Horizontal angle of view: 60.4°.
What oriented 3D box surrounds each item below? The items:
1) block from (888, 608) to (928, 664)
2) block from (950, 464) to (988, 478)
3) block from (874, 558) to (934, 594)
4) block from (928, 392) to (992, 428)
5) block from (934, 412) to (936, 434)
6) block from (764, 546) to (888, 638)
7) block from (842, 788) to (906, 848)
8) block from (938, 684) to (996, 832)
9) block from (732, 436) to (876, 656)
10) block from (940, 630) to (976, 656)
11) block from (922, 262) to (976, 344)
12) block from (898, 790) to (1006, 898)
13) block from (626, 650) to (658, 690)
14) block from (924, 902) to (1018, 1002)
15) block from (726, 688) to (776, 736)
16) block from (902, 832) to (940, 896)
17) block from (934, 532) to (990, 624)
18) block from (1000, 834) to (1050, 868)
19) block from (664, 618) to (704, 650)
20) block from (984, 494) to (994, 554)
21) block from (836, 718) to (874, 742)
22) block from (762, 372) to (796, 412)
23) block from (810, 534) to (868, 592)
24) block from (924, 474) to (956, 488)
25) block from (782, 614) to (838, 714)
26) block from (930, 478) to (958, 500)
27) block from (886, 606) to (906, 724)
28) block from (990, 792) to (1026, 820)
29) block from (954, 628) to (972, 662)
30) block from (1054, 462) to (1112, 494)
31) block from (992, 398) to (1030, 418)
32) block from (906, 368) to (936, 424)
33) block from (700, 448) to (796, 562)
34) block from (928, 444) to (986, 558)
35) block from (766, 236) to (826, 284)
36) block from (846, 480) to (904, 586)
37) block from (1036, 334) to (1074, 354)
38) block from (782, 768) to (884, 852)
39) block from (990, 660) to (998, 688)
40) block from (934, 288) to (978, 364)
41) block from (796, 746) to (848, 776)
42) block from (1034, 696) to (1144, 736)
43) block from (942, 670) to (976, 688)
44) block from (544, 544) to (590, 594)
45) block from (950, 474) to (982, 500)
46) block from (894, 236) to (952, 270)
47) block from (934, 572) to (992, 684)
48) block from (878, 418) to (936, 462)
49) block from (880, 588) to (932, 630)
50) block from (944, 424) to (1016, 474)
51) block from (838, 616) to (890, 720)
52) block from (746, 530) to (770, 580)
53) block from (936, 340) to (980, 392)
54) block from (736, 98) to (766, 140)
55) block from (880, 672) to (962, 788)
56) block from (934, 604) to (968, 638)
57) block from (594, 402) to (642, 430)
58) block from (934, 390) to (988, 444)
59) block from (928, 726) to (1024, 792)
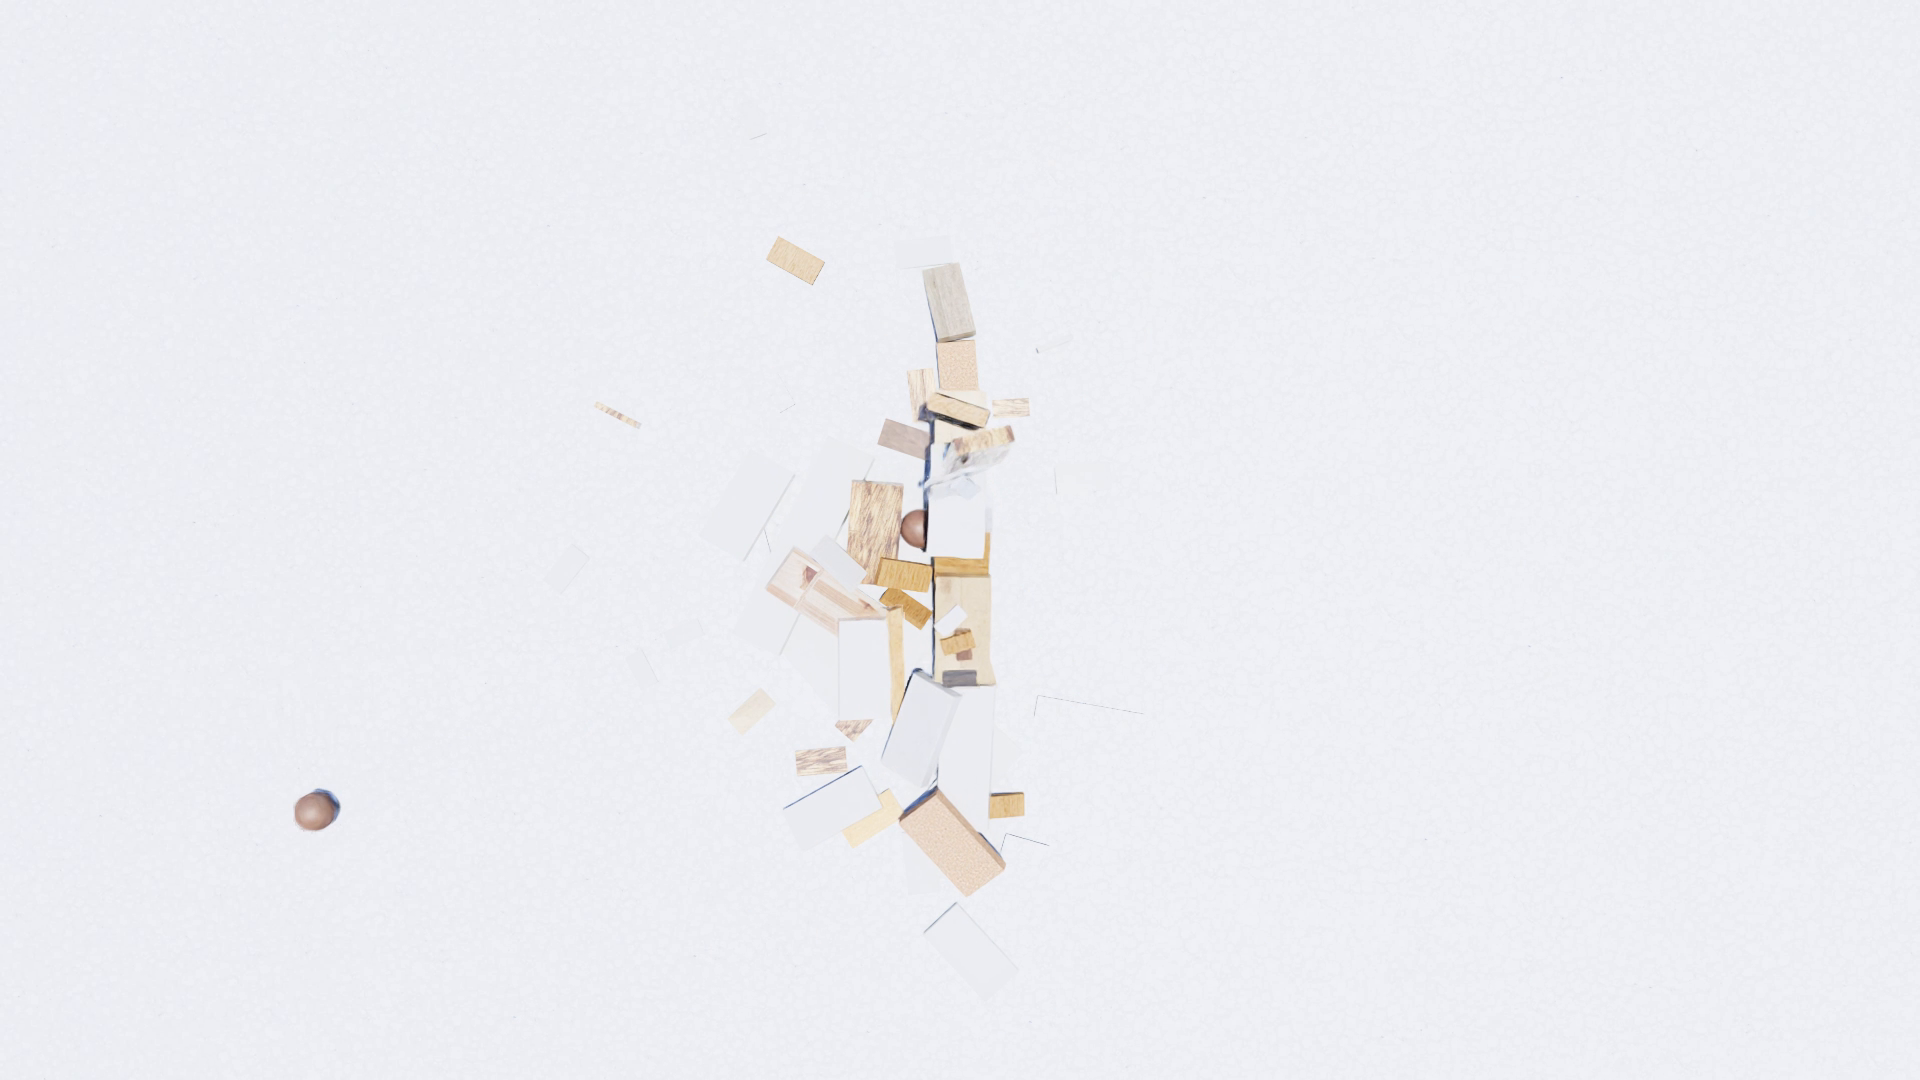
[{"bbox_3d":[-0.194,0.311,5.487,0.093,0.026,0.185,-32,90,0],"label":"block"},{"bbox_3d":[0.027,-0.208,5.024,0.110,0.055,0.016,-11,82,-37],"label":"block"},{"bbox_3d":[-0.184,0.116,5.440,0.185,0.026,0.093,9,101,-26],"label":"block"},{"bbox_3d":[0.001,-0.392,4.949,0.174,0.390,0.049,19,95,0],"label":"block"},{"bbox_3d":[-0.001,-0.342,5.346,0.159,0.319,0.045,0,65,0],"label":"block"},{"bbox_3d":[-0.427,0.200,5.396,0.398,0.047,0.167,35,90,-16],"label":"block"},{"bbox_3d":[-0.296,0.926,5.485,0.208,0.029,0.104,-32,90,0],"label":"block"},{"bbox_3d":[0.020,0.708,5.402,0.170,0.048,0.483,4,96,10],"label":"block"},{"bbox_3d":[-0.514,0.019,5.447,0.171,0.048,0.724,25,87,6],"label":"block"},{"bbox_3d":[-0.007,0.332,5.292,0.105,0.015,0.053,-16,104,4],"label":"block"},{"bbox_3d":[-0.036,-0.782,5.432,0.127,0.036,0.254,-13,72,-2],"label":"block"},{"bbox_3d":[-0.025,0.995,5.399,0.170,0.048,0.339,-39,97,20],"label":"block"},{"bbox_3d":[-1.058,0.433,5.491,0.061,0.017,0.122,-27,90,0],"label":"block"},{"bbox_3d":[0.037,1.368,5.479,0.151,0.043,0.302,-43,90,0],"label":"block"},{"bbox_3d":[-0.693,0.572,5.489,0.152,0.022,0.076,-43,90,0],"label":"block"},{"bbox_3d":[-0.131,1.070,5.485,0.104,0.029,0.208,-7,90,0],"label":"block"},{"bbox_3d":[0.005,0.132,5.376,0.178,0.050,0.355,1,126,0],"label":"block"},{"bbox_3d":[0.216,1.034,5.489,0.152,0.022,0.076,16,90,0],"label":"block"},{"bbox_3d":[-0.918,0.312,5.491,0.122,0.017,0.061,-23,90,0],"label":"block"},{"bbox_3d":[0.014,-0.032,5.334,0.178,0.355,0.050,1,59,0],"label":"block"},{"bbox_3d":[-0.330,0.582,5.488,0.084,0.024,0.168,41,90,0],"label":"block"},{"bbox_3d":[-0.604,-0.491,5.491,0.061,0.017,0.122,-30,90,0],"label":"block"},{"bbox_3d":[-0.396,0.077,5.374,0.185,0.093,0.026,44,134,-8],"label":"block"},{"bbox_3d":[-0.050,-0.183,5.036,0.110,0.055,0.016,-11,79,-36],"label":"block"},{"bbox_3d":[-0.456,0.394,5.476,0.171,0.048,0.341,-41,90,0],"label":"block"},{"bbox_3d":[-0.038,-0.157,5.048,0.110,0.055,0.016,-15,59,-17],"label":"block"},{"bbox_3d":[-0.208,0.413,5.417,0.016,0.055,0.387,9,108,36],"label":"block"},{"bbox_3d":[0.139,0.882,5.466,0.152,0.022,0.076,-3,103,-12],"label":"block"},{"bbox_3d":[0.010,0.336,5.308,0.053,0.015,0.105,-4,104,1],"label":"block"},{"bbox_3d":[0.410,-0.206,5.487,0.184,0.026,0.092,-5,90,0],"label":"block"},{"bbox_3d":[0.169,-0.439,5.491,0.122,0.017,0.061,-4,90,0],"label":"block"},{"bbox_3d":[-0.122,-0.480,5.488,0.088,0.025,0.176,-7,90,0],"label":"block"},{"bbox_3d":[-0.703,-0.114,5.458,0.167,0.047,0.334,30,86,4],"label":"block"},{"bbox_3d":[-0.008,-0.120,5.115,0.174,0.049,0.348,2,89,0],"label":"block"},{"bbox_3d":[-0.547,-0.929,5.488,0.176,0.025,0.088,29,90,0],"label":"block"},{"bbox_3d":[-0.283,-0.023,5.427,0.171,0.048,0.341,4,104,-5],"label":"block"},{"bbox_3d":[0.315,-0.651,5.469,0.122,0.061,0.017,-21,90,0],"label":"block"},{"bbox_3d":[-0.420,0.892,5.459,0.302,0.043,0.151,-29,76,1],"label":"block"},{"bbox_3d":[0.040,0.388,5.402,0.115,0.033,0.230,-14,106,3],"label":"block"},{"bbox_3d":[-0.019,-0.698,5.482,0.127,0.036,0.254,-8,90,0],"label":"block"},{"bbox_3d":[-0.461,0.736,5.488,0.168,0.024,0.084,-5,90,0],"label":"block"},{"bbox_3d":[0.430,0.586,5.489,0.361,0.022,0.076,10,90,0],"label":"block"},{"bbox_3d":[-0.001,0.448,5.336,0.110,0.016,0.055,-2,104,0],"label":"block"},{"bbox_3d":[-1.309,0.095,5.489,0.076,0.022,0.152,38,90,0],"label":"block"},{"bbox_3d":[0.017,-0.159,5.035,0.055,0.110,0.016,-40,58,11],"label":"block"},{"bbox_3d":[-0.121,-0.956,5.487,0.184,0.026,0.092,-7,90,0],"label":"block"},{"bbox_3d":[0.010,0.286,5.329,0.178,0.050,0.356,1,104,0],"label":"block"},{"bbox_3d":[-0.174,-0.332,5.487,0.184,0.026,0.092,18,90,0],"label":"block"},{"bbox_3d":[-0.177,0.221,5.460,0.168,0.084,0.024,35,128,0],"label":"block"},{"bbox_3d":[0.053,-0.263,4.910,0.174,0.348,0.049,-15,83,-7],"label":"block"},{"bbox_3d":[-0.315,0.421,5.411,0.167,0.047,0.334,-2,101,-12],"label":"block"},{"bbox_3d":[-0.677,0.036,5.488,0.088,0.025,0.175,-16,90,0],"label":"block"},{"bbox_3d":[-0.004,-0.530,5.455,0.127,0.036,0.254,-5,102,-1],"label":"block"},{"bbox_3d":[-0.693,-1.401,5.491,0.061,0.017,0.122,-20,90,0],"label":"block"},{"bbox_3d":[-0.129,0.622,5.395,0.170,0.048,0.339,28,108,26],"label":"block"},{"bbox_3d":[-0.029,0.259,5.289,0.105,0.015,0.053,-43,100,10],"label":"block"},{"bbox_3d":[-1.133,-0.413,5.462,0.152,0.076,0.022,27,90,0],"label":"block"},{"bbox_3d":[0.001,-0.306,5.167,0.159,0.045,0.319,1,88,0],"label":"block"},{"bbox_3d":[0.053,0.764,5.479,0.151,0.043,0.302,42,90,0],"label":"block"}]
